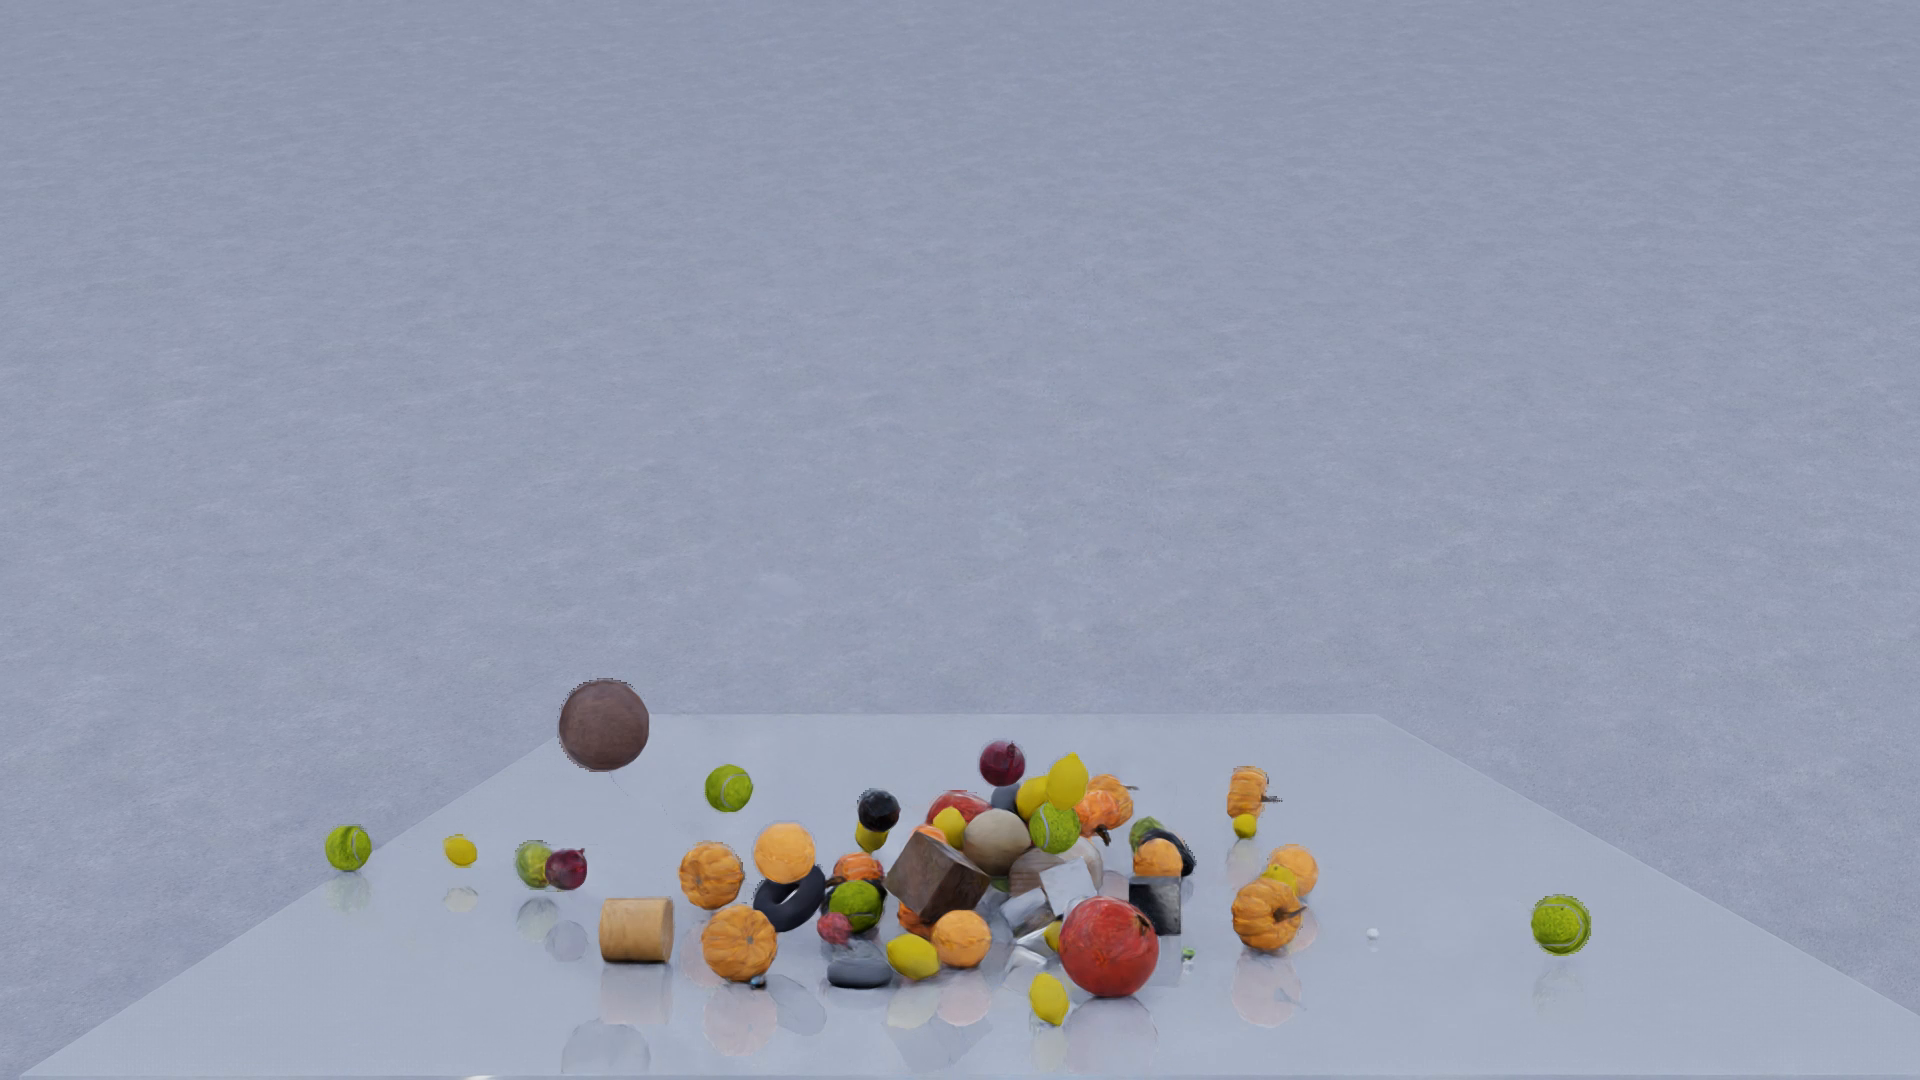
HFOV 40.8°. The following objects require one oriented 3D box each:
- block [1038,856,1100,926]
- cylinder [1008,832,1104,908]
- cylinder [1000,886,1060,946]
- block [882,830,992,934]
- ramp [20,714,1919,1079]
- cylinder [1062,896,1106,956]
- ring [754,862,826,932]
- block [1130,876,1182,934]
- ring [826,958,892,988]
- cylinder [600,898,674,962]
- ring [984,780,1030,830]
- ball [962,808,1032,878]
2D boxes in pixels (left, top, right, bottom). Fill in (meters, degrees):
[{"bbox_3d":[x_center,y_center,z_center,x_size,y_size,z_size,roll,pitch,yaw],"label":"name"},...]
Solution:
[{"bbox_3d":[0.139,0.443,3.252,0.059,0.059,0.059,-20,69,-2],"label":"block"},{"bbox_3d":[0.131,0.458,3.506,0.099,0.099,0.099,12,12,23],"label":"cylinder"},{"bbox_3d":[0.089,0.479,3.292,0.057,0.057,0.057,-25,29,-1],"label":"cylinder"},{"bbox_3d":[-0.029,0.428,3.231,0.081,0.081,0.081,32,1,-45],"label":"block"},{"bbox_3d":[0.060,0.539,4.575,2.000,0.100,4.000,0,1,0],"label":"ramp"},{"bbox_3d":[0.152,0.477,3.184,0.052,0.052,0.052,2,41,5],"label":"cylinder"},{"bbox_3d":[-0.215,0.450,3.254,0.104,0.035,0.104,-26,33,18],"label":"ring"},{"bbox_3d":[0.258,0.481,3.398,0.066,0.066,0.066,-2,1,5],"label":"block"},{"bbox_3d":[-0.119,0.510,3.043,0.078,0.026,0.078,-1,0,0],"label":"ring"},{"bbox_3d":[-0.398,0.481,3.184,0.077,0.077,0.077,0,26,5],"label":"cylinder"},{"bbox_3d":[0.075,0.440,4.090,0.040,0.120,0.120,-3,23,27],"label":"ring"},{"bbox_3d":[0.051,0.421,3.573,0.096,0.096,0.096,0,26,0],"label":"ball"}]
